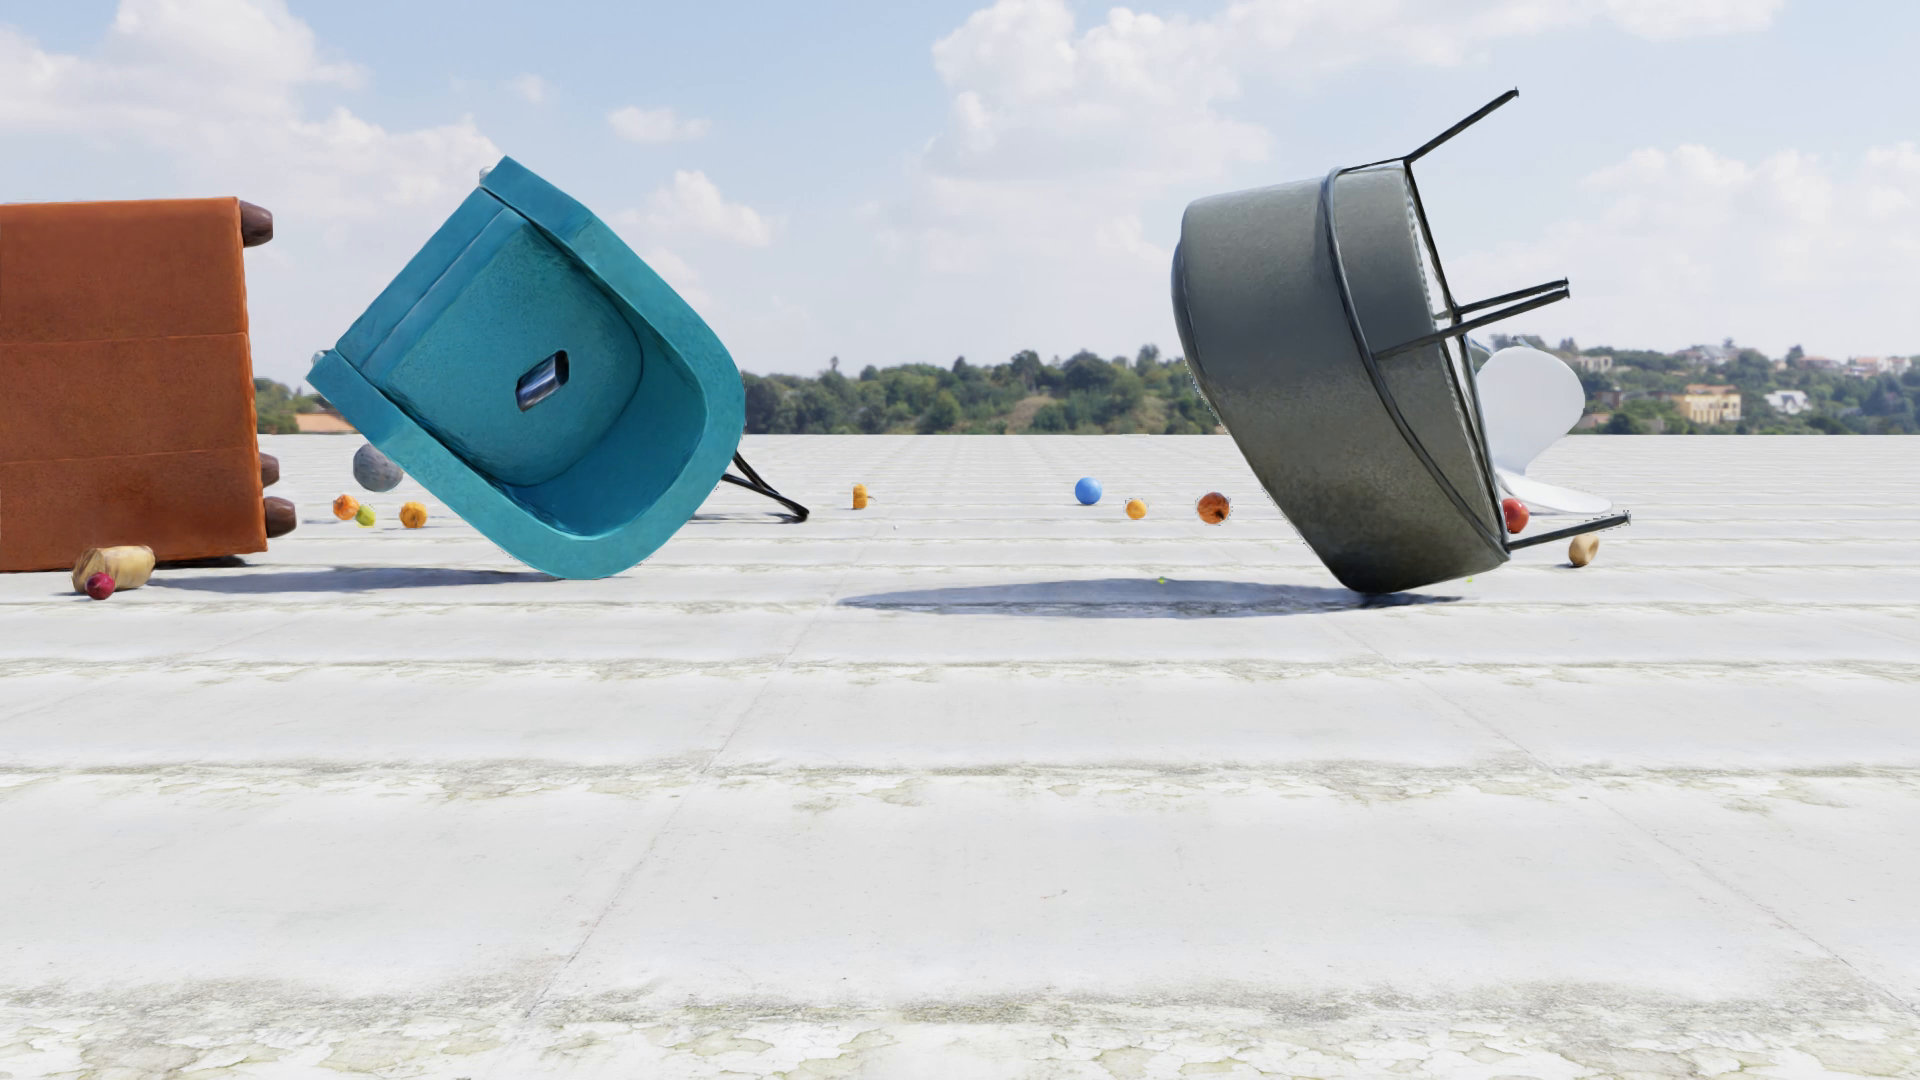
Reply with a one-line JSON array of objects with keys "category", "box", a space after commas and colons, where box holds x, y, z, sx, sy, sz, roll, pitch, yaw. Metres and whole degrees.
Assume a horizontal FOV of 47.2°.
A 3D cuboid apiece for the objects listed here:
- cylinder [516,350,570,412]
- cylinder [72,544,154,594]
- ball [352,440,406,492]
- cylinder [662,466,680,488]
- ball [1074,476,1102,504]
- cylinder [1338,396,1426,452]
[{"category": "cylinder", "box": [-0.930, -0.355, 4.899, 0.118, 0.121, 0.046, -30, -52, 22]}, {"category": "cylinder", "box": [-1.877, 0.064, 4.875, 0.120, 0.081, 0.137, -44, -16, 23]}, {"category": "ball", "box": [-1.970, -0.249, 7.455, 0.176, 0.176, 0.176, 0, 4, 0]}, {"category": "cylinder", "box": [-1.112, -0.246, 8.467, 0.062, 0.061, 0.116, 3, 14, 3]}, {"category": "ball", "box": [0.498, -0.190, 8.522, 0.109, 0.109, 0.109, 0, 4, 0]}, {"category": "cylinder", "box": [1.458, -0.402, 7.609, 0.235, 0.094, 0.217, -10, -21, -30]}]
